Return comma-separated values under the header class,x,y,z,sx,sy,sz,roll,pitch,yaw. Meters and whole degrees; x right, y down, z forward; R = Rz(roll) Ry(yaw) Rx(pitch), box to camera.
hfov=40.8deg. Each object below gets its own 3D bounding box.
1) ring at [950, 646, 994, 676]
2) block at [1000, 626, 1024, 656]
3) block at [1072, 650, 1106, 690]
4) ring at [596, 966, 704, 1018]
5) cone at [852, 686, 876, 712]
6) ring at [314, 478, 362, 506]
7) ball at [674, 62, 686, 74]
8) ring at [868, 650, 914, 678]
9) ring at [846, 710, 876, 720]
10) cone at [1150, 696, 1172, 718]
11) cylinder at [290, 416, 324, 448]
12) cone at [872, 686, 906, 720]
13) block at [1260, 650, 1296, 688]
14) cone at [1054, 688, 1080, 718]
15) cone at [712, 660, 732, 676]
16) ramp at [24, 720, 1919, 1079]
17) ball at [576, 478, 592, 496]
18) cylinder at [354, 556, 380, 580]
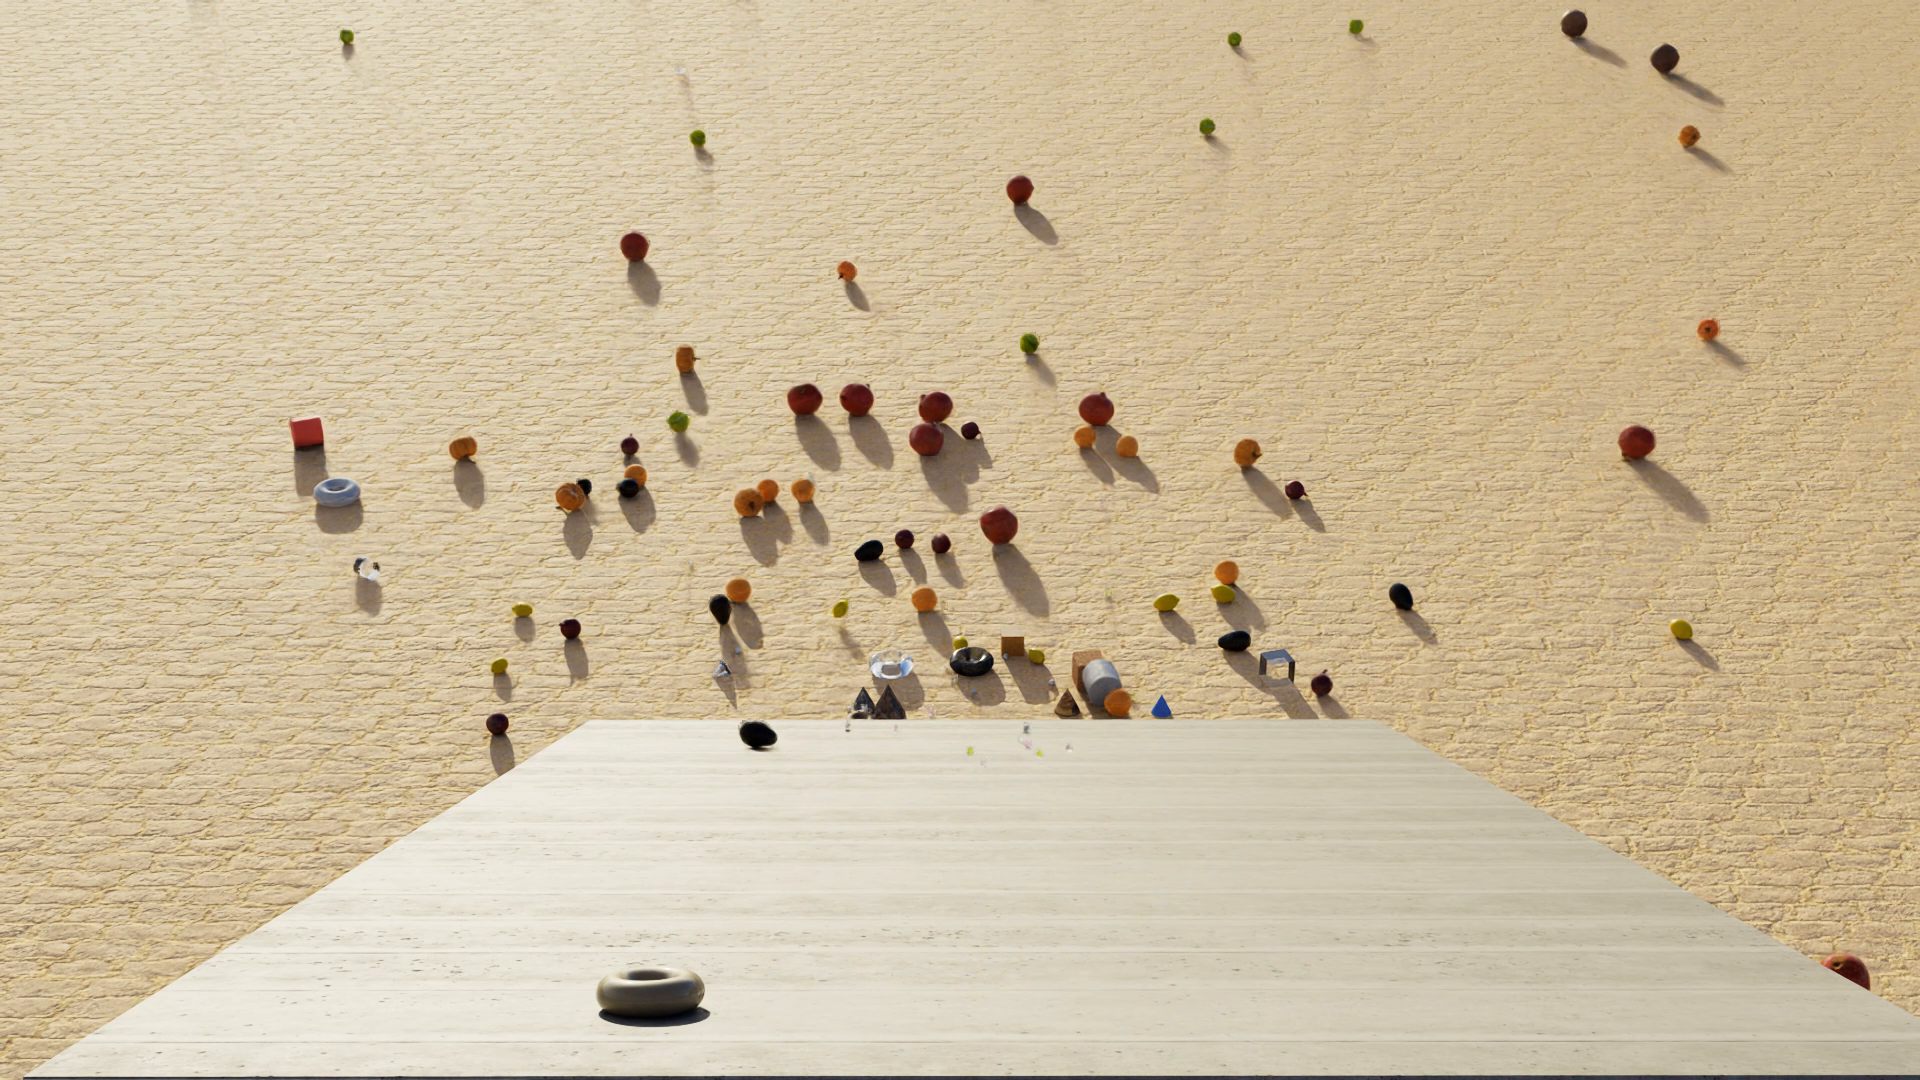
class,x,y,z,sx,sy,sz,roll,pitch,yaw
ring,0.031,0.330,6.992,0.122,0.041,0.122,0,28,0
block,0.143,0.276,7.074,0.062,0.062,0.062,-1,27,-2
block,0.345,0.350,6.912,0.076,0.076,0.076,-4,27,-8
ring,-0.349,0.510,2.912,0.123,0.041,0.123,-1,2,0
cone,-0.255,0.411,6.806,0.061,0.061,0.061,0,27,0
ring,-1.913,-0.146,7.928,0.145,0.048,0.145,0,28,0
ball,-1.294,-2.184,11.958,0.055,0.055,0.055,0,27,0
ring,-0.186,0.336,6.980,0.124,0.041,0.124,-1,26,0
ring,-0.258,0.473,6.723,0.083,0.028,0.083,0,28,0
cone,0.529,0.429,6.780,0.054,0.054,0.054,0,27,0
cylinder,-2.095,-0.348,8.282,0.089,0.089,0.089,-11,29,-20
cone,-0.188,0.416,6.764,0.092,0.092,0.092,0,27,0
block,0.851,0.345,6.929,0.071,0.071,0.071,-8,28,-16
cone,0.282,0.418,6.785,0.070,0.070,0.070,0,27,0
cone,-0.648,0.356,6.960,0.050,0.050,0.050,-33,33,-5
ramp,0.061,0.547,4.583,2.000,0.100,4.000,0,1,0
ball,-1.160,-0.164,7.956,0.052,0.052,0.052,0,27,0
cylinder,-1.717,0.083,7.467,0.054,0.054,0.054,24,35,35
